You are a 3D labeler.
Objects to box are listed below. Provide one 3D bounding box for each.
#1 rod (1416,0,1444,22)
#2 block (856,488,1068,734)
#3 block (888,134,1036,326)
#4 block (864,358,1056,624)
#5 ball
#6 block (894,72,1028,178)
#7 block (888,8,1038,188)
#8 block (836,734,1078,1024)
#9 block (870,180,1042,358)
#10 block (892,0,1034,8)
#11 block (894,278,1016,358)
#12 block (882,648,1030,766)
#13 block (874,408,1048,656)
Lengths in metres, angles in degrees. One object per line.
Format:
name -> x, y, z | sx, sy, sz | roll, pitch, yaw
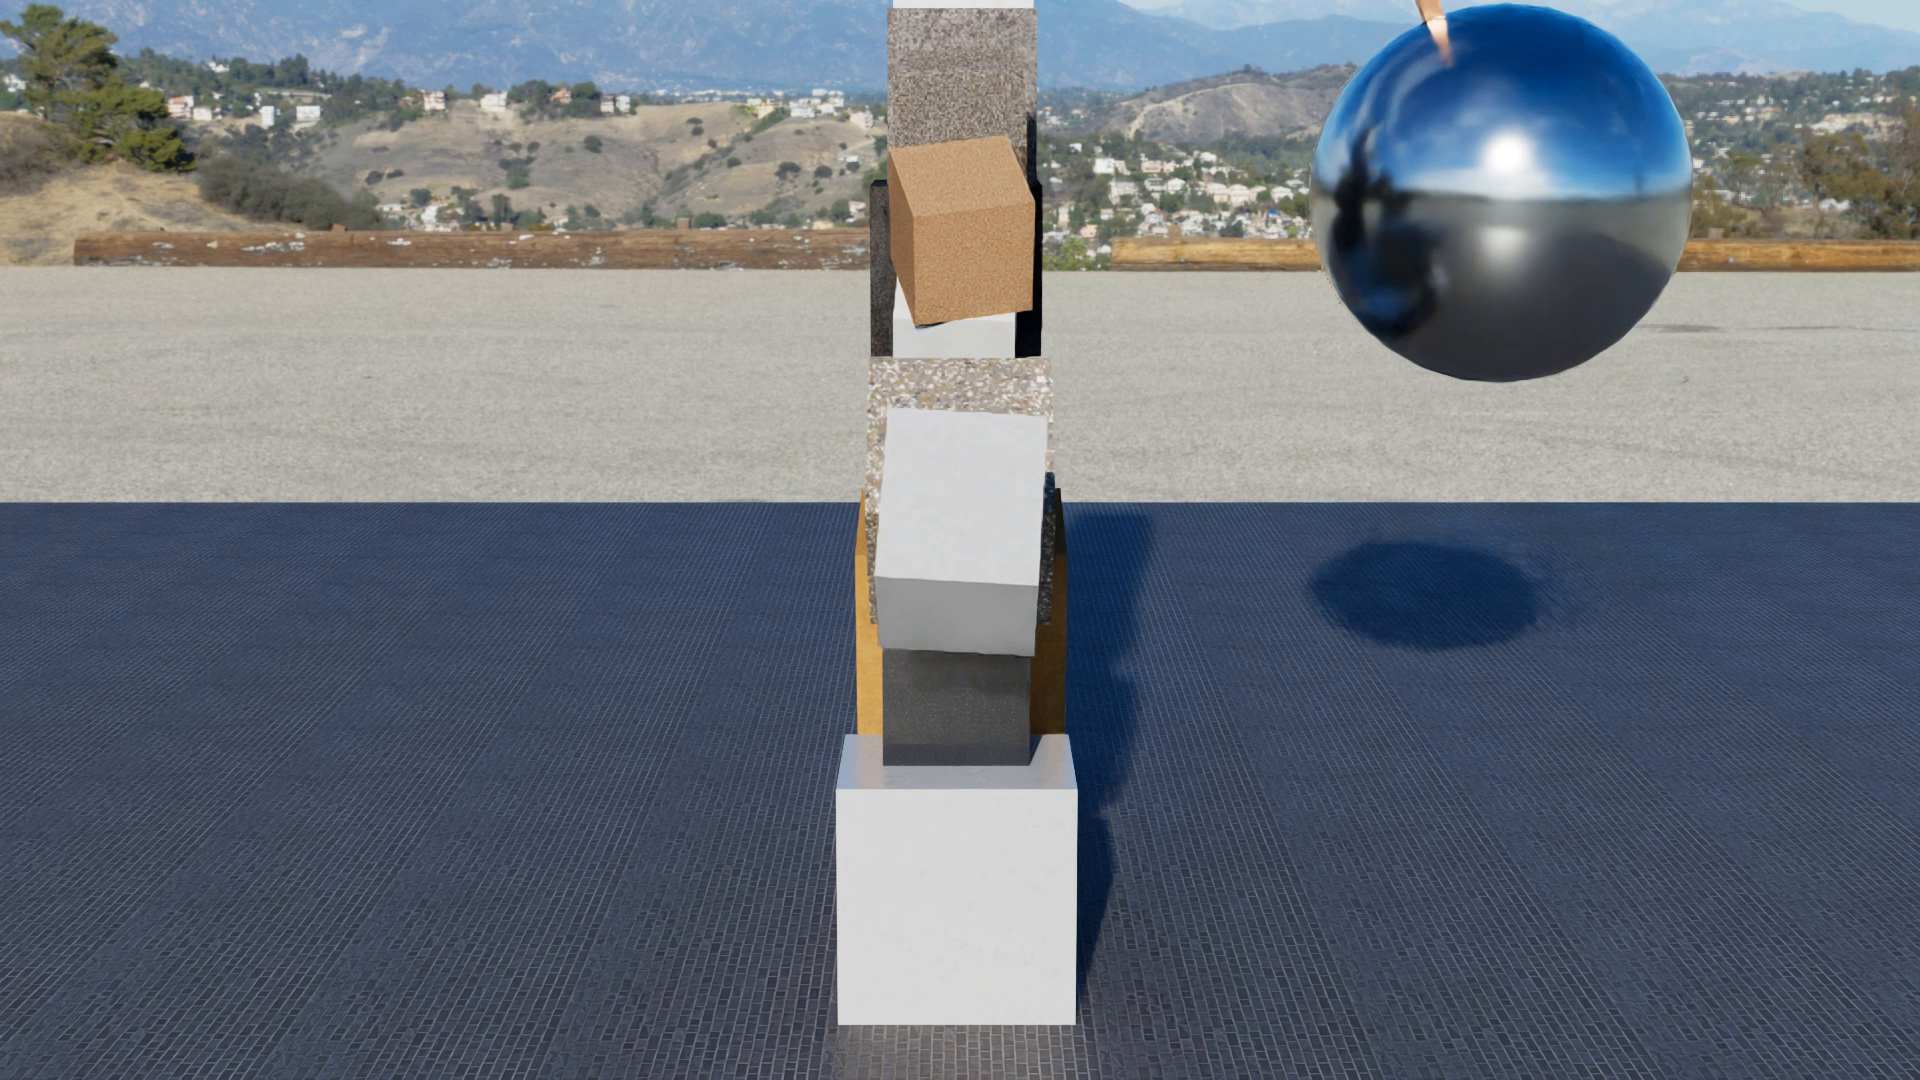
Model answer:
rod -> 0.994, -4.559, 10.351 | 0.080, 5.200, 0.080 | -22, 10, 4
block -> 0.005, 0.334, 10.704 | 0.843, 0.885, 0.804 | 0, 21, 0
block -> 0.003, -1.183, 9.780 | 0.459, 0.498, 0.460 | -8, 43, -10
block -> 0.001, -0.180, 9.699 | 0.685, 0.722, 0.720 | 0, 55, 0
ball -> 2.295, -1.469, 10.913 | 1.600, 1.600, 1.600 | 0, 10, 0
block -> -0.001, -1.515, 10.233 | 0.518, 0.515, 0.452 | 0, 49, 0
block -> 0.009, -1.873, 10.872 | 0.614, 0.734, 0.606 | 0, 10, 0
block -> -0.012, 1.294, 9.903 | 0.888, 0.911, 0.796 | 0, 10, 0
block -> -0.016, -1.201, 11.247 | 0.730, 0.723, 0.726 | 0, 10, 0
block -> 0.014, -2.503, 10.991 | 0.590, 0.463, 0.562 | 0, 10, 0
block -> -0.014, -0.798, 10.133 | 0.466, 0.546, 0.483 | 2, 42, 1
block -> -0.014, 0.552, 9.982 | 0.558, 0.521, 0.566 | 0, 10, 0
block -> 0.008, -0.020, 8.814 | 0.539, 0.621, 0.632 | 3, -24, 2
